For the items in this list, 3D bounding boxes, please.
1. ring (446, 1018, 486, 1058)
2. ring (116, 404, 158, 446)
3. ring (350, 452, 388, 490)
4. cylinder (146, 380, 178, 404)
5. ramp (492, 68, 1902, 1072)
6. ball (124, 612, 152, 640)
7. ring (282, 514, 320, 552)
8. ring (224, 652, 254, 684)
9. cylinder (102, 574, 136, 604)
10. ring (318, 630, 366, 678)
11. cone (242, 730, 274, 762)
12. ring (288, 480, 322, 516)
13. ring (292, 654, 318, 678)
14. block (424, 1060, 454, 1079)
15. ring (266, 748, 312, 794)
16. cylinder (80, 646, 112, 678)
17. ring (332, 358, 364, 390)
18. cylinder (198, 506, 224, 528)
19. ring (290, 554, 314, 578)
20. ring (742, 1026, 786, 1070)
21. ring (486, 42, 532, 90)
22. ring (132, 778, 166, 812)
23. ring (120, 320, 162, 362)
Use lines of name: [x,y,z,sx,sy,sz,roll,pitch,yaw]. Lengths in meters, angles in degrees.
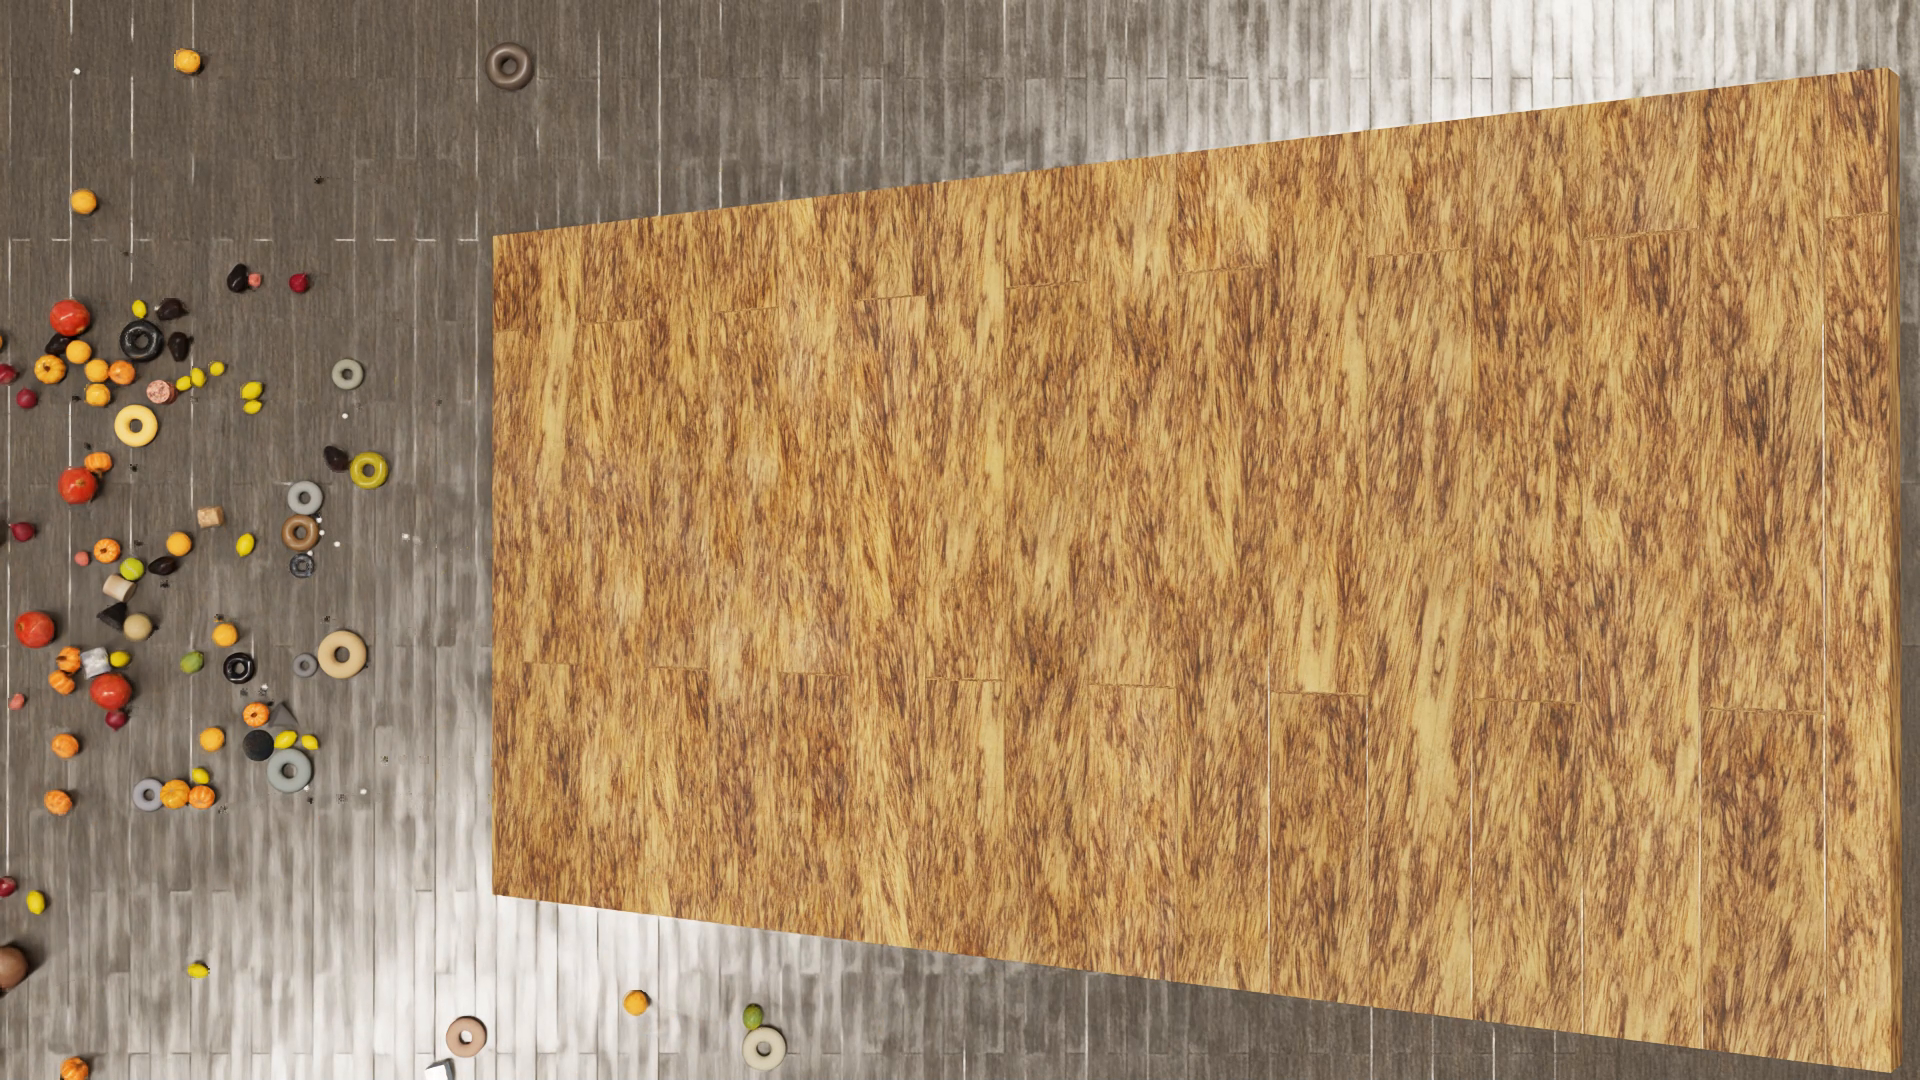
ring: [-1.513,1.523,6.730,0.122,0.041,0.122,0,88,0]
ring: [-2.526,-0.351,6.744,0.130,0.043,0.130,0,91,0]
ring: [-1.813,-0.213,6.745,0.117,0.039,0.117,0,90,1]
cylinder: [-2.441,-0.452,6.731,0.070,0.070,0.070,0,90,0]
ramp: [0.243,0.067,5.568,4.000,0.100,2.000,0,89,35]
ball: [-2.511,0.264,6.718,0.084,0.084,0.084,0,90,0]
ring: [-2.023,-0.022,6.743,0.116,0.039,0.116,0,88,-1]
ring: [-2.211,0.394,6.743,0.098,0.033,0.098,0,89,-1]
cylinder: [-2.571,0.147,6.727,0.069,0.069,0.069,27,90,0]
ring: [-1.892,0.352,6.735,0.149,0.050,0.149,0,88,1]
cone: [-2.155,0.631,6.708,0.098,0.098,0.098,0,90,0]
ring: [-2.009,-0.129,6.745,0.109,0.036,0.109,0,90,1]
ring: [-2.010,0.385,6.747,0.077,0.026,0.077,0,90,-1]
block: [-1.592,1.635,6.719,0.061,0.061,0.061,-15,90,0]
ring: [-2.054,0.707,6.734,0.139,0.046,0.139,0,91,0]
cylinder: [-2.639,0.375,6.721,0.077,0.077,0.077,-19,90,0]
ring: [-1.880,-0.508,6.750,0.097,0.032,0.097,0,90,-1]
cylinder: [-2.294,-0.070,6.733,0.059,0.059,0.059,-8,90,0]
ring: [-2.019,0.080,6.749,0.078,0.026,0.078,0,88,-1]
ring: [-0.600,1.557,6.728,0.136,0.045,0.136,0,91,0]
ring: [-1.384,-1.454,6.749,0.148,0.049,0.148,0,91,0]
ring: [-2.484,0.781,6.739,0.103,0.034,0.103,0,90,-1]
ring: [-2.511,-0.610,6.746,0.131,0.044,0.131,0,91,0]
